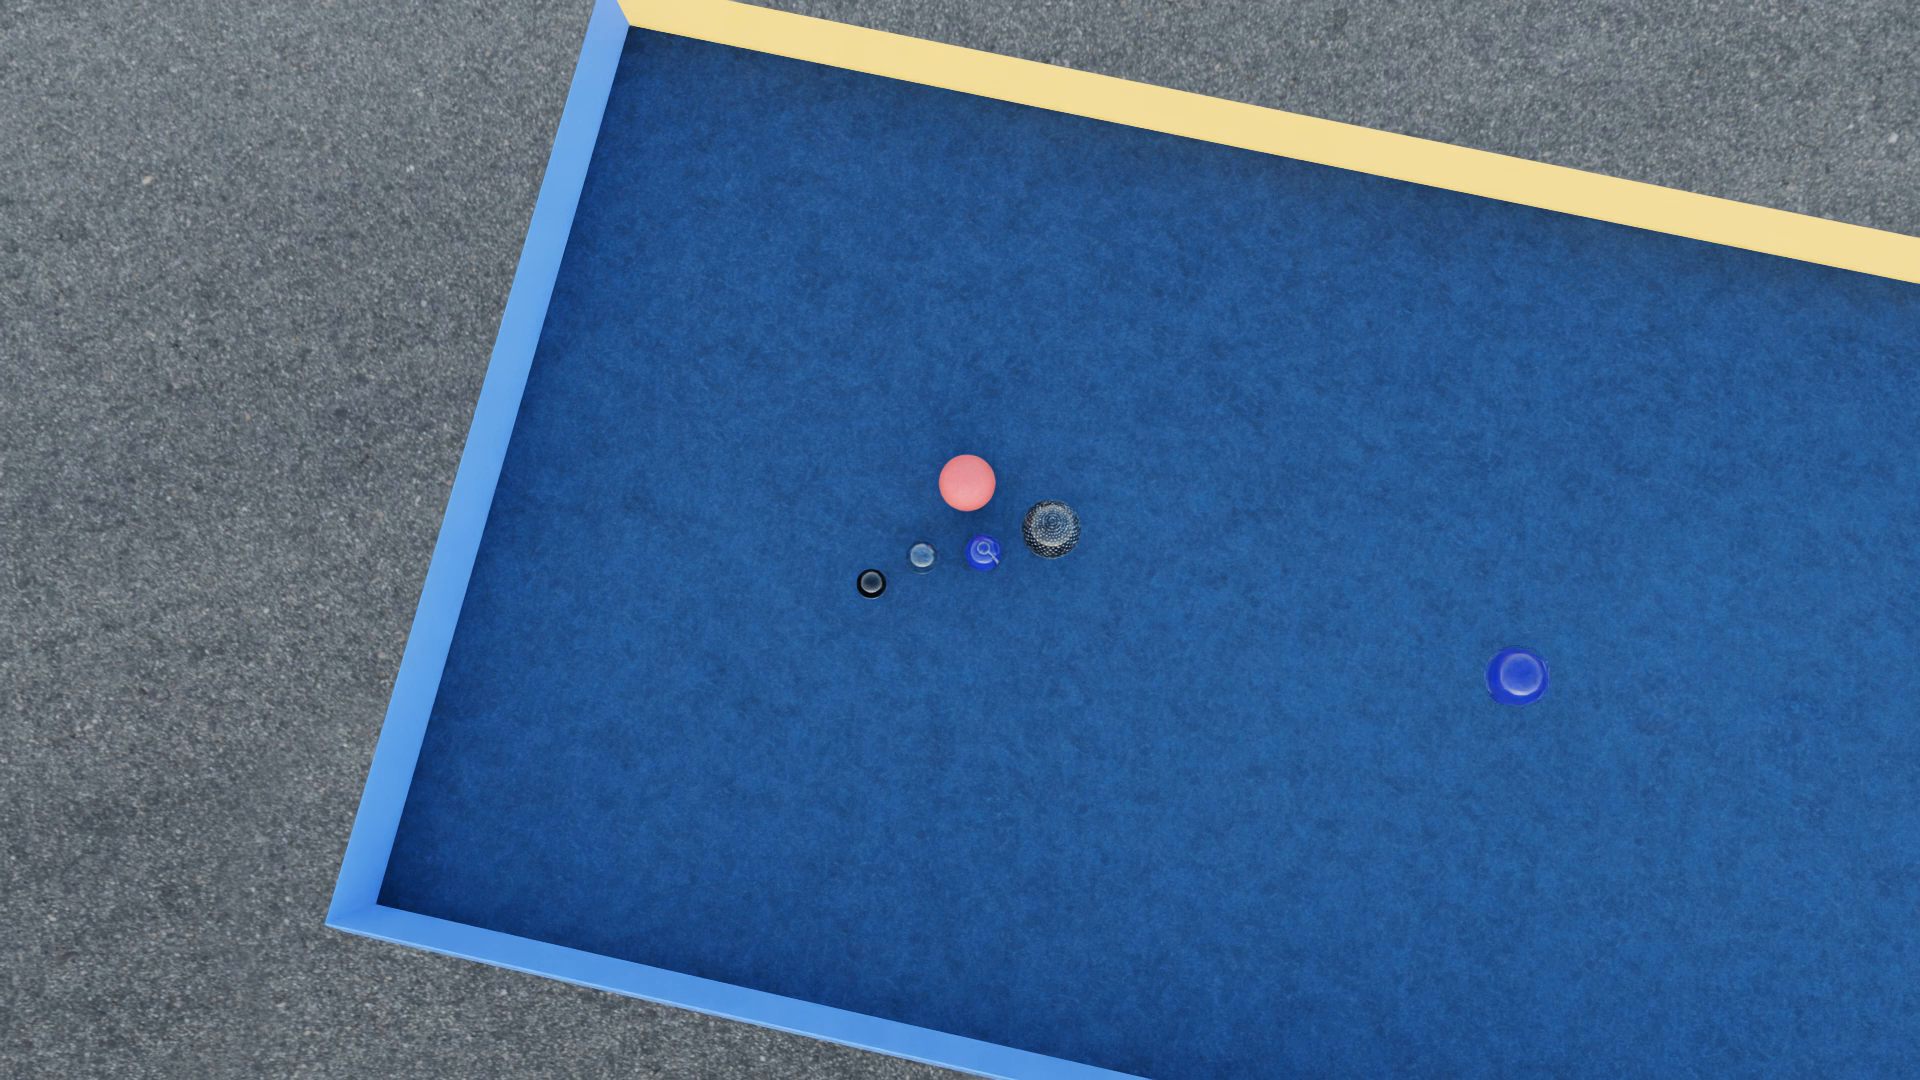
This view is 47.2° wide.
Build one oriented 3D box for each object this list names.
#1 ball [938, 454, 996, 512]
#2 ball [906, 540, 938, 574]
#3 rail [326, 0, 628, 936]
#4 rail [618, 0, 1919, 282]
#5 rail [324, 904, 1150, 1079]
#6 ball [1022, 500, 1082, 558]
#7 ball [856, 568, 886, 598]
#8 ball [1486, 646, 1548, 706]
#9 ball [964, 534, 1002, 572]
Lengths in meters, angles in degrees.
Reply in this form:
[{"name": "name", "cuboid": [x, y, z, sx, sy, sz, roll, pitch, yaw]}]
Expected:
[{"name": "ball", "cuboid": [0.011, -0.088, 3.369, 0.087, 0.087, 0.087, 0, 75, 0]}, {"name": "ball", "cuboid": [-0.058, 0.026, 3.356, 0.051, 0.051, 0.051, 0, 75, 0]}, {"name": "rail", "cuboid": [-0.713, -0.159, 3.372, 0.045, 0.118, 1.538, 12, 75, 3]}, {"name": "rail", "cuboid": [0.896, -0.553, 3.480, 3.014, 0.118, 0.045, 12, 75, 3]}, {"name": "rail", "cuboid": [0.575, 0.851, 3.094, 3.014, 0.118, 0.045, 12, 75, 3]}, {"name": "ball", "cuboid": [0.139, -0.017, 3.348, 0.091, 0.091, 0.091, 0, 75, 0]}, {"name": "ball", "cuboid": [-0.135, 0.067, 3.348, 0.046, 0.046, 0.046, 0, 75, 0]}, {"name": "ball", "cuboid": [0.834, 0.205, 3.287, 0.089, 0.089, 0.089, 0, 75, 0]}, {"name": "ball", "cuboid": [0.036, 0.019, 3.355, 0.057, 0.057, 0.057, 0, 75, 0]}]
